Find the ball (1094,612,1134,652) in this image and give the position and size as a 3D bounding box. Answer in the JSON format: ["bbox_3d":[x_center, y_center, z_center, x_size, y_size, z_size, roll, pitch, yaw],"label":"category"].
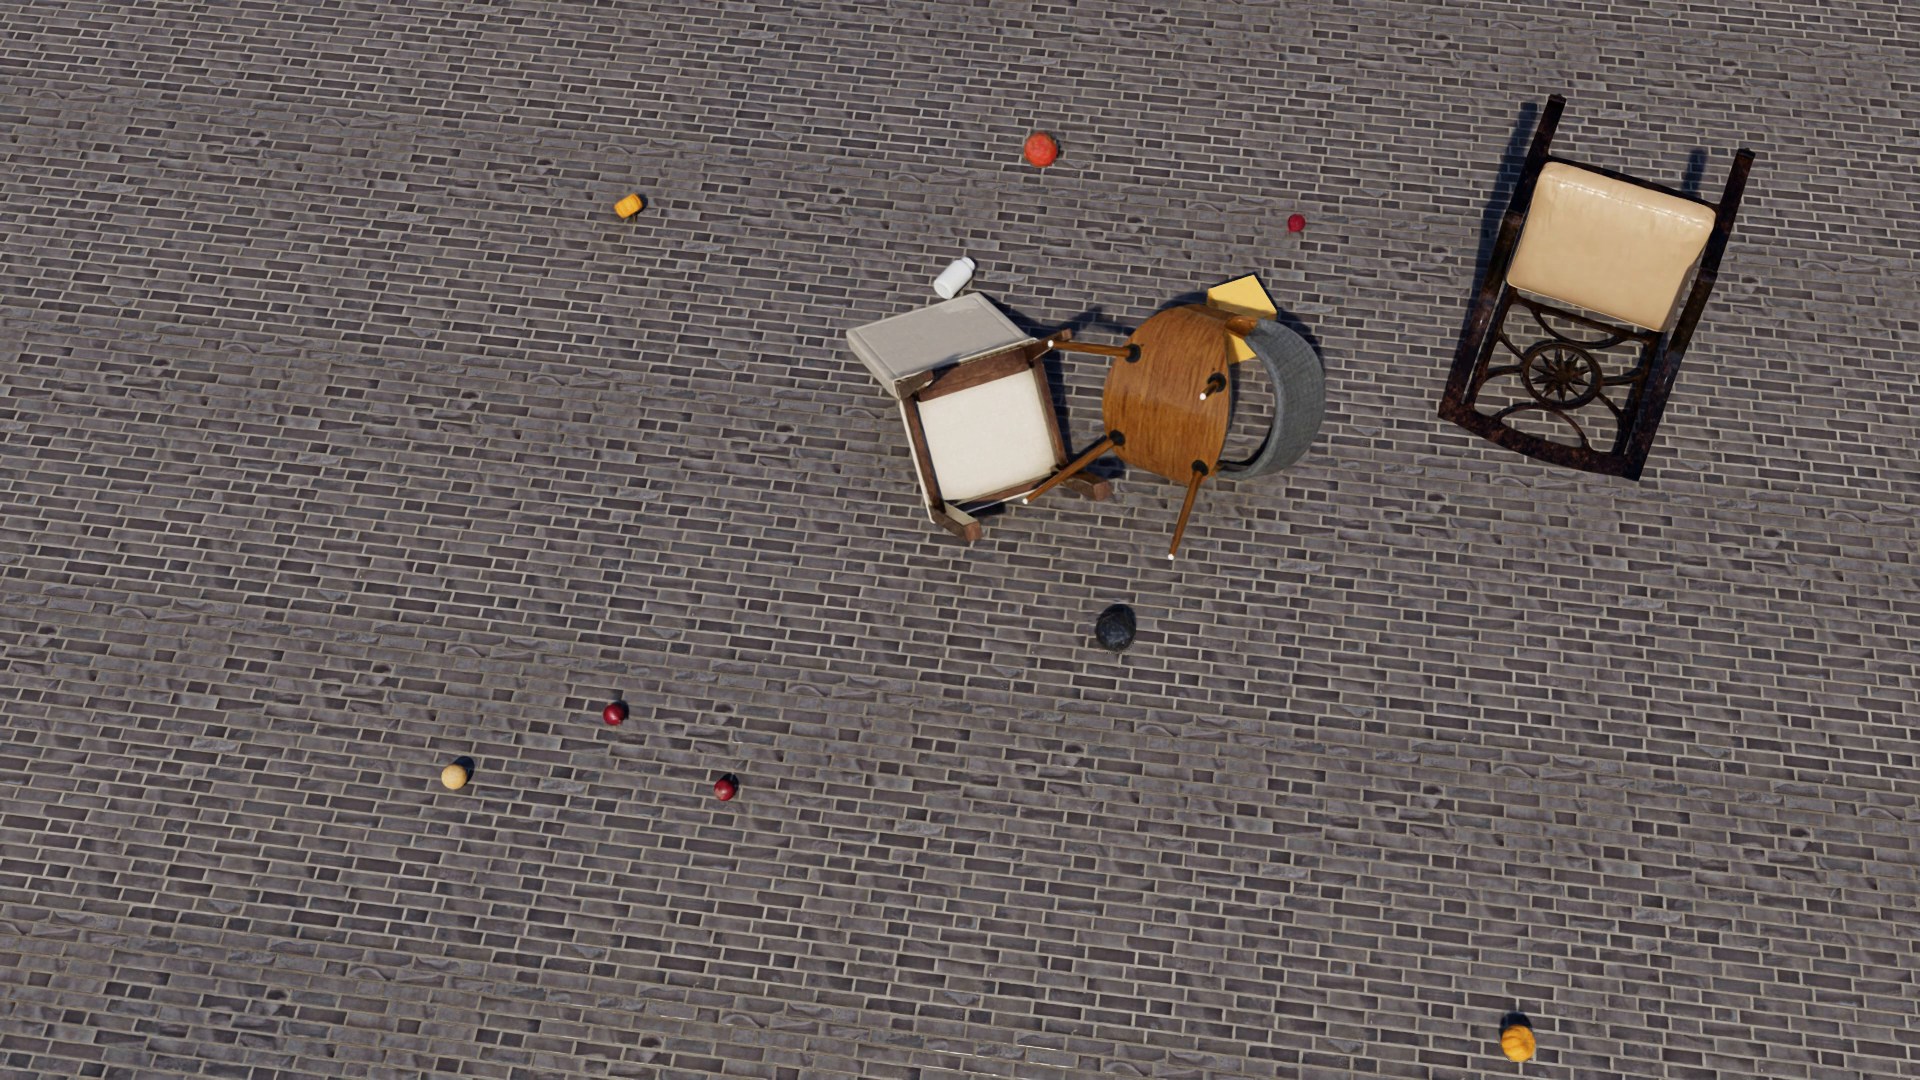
[{"bbox_3d":[0.445,0.264,6.328,0.115,0.115,0.115,0,56,0],"label":"ball"}]

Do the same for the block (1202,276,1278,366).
[{"bbox_3d":[0.879,-0.691,6.921,0.157,0.192,0.165,-19,58,-12],"label":"block"}]

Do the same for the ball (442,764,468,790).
[{"bbox_3d":[-1.400,0.655,6.091,0.072,0.072,0.072,0,56,0],"label":"ball"}]
